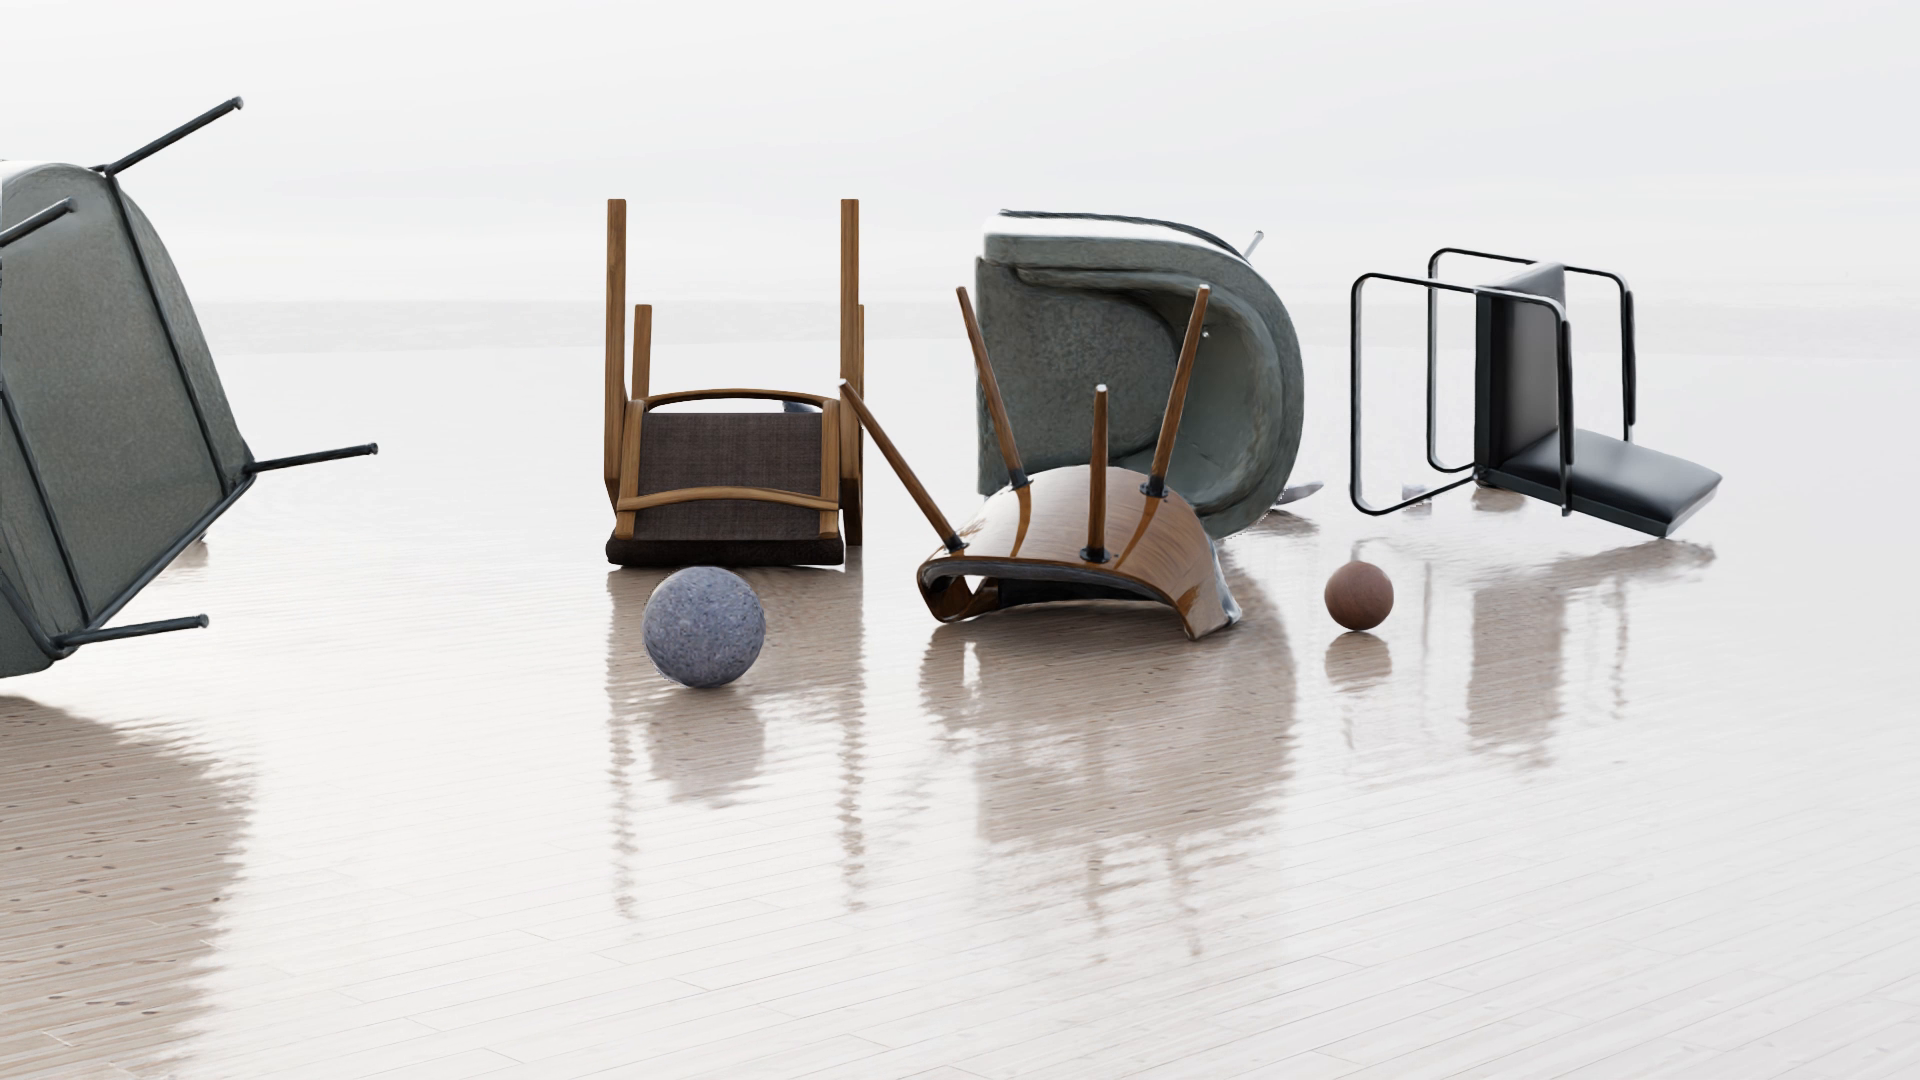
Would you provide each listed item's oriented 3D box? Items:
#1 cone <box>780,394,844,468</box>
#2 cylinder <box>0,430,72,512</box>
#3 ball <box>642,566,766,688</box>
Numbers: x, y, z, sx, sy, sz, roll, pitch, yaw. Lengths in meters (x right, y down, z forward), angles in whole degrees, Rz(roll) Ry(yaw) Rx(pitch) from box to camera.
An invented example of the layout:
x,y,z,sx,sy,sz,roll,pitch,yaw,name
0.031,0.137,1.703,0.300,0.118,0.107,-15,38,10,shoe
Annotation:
x,y,z,sx,sy,sz,roll,pitch,yaw,name
-0.559,-0.425,8.880,0.223,0.224,0.312,-30,27,13,cone
-2.662,-0.197,7.244,0.182,0.235,0.274,-40,2,7,cylinder
-0.410,0.139,4.106,0.196,0.196,0.196,0,6,0,ball
